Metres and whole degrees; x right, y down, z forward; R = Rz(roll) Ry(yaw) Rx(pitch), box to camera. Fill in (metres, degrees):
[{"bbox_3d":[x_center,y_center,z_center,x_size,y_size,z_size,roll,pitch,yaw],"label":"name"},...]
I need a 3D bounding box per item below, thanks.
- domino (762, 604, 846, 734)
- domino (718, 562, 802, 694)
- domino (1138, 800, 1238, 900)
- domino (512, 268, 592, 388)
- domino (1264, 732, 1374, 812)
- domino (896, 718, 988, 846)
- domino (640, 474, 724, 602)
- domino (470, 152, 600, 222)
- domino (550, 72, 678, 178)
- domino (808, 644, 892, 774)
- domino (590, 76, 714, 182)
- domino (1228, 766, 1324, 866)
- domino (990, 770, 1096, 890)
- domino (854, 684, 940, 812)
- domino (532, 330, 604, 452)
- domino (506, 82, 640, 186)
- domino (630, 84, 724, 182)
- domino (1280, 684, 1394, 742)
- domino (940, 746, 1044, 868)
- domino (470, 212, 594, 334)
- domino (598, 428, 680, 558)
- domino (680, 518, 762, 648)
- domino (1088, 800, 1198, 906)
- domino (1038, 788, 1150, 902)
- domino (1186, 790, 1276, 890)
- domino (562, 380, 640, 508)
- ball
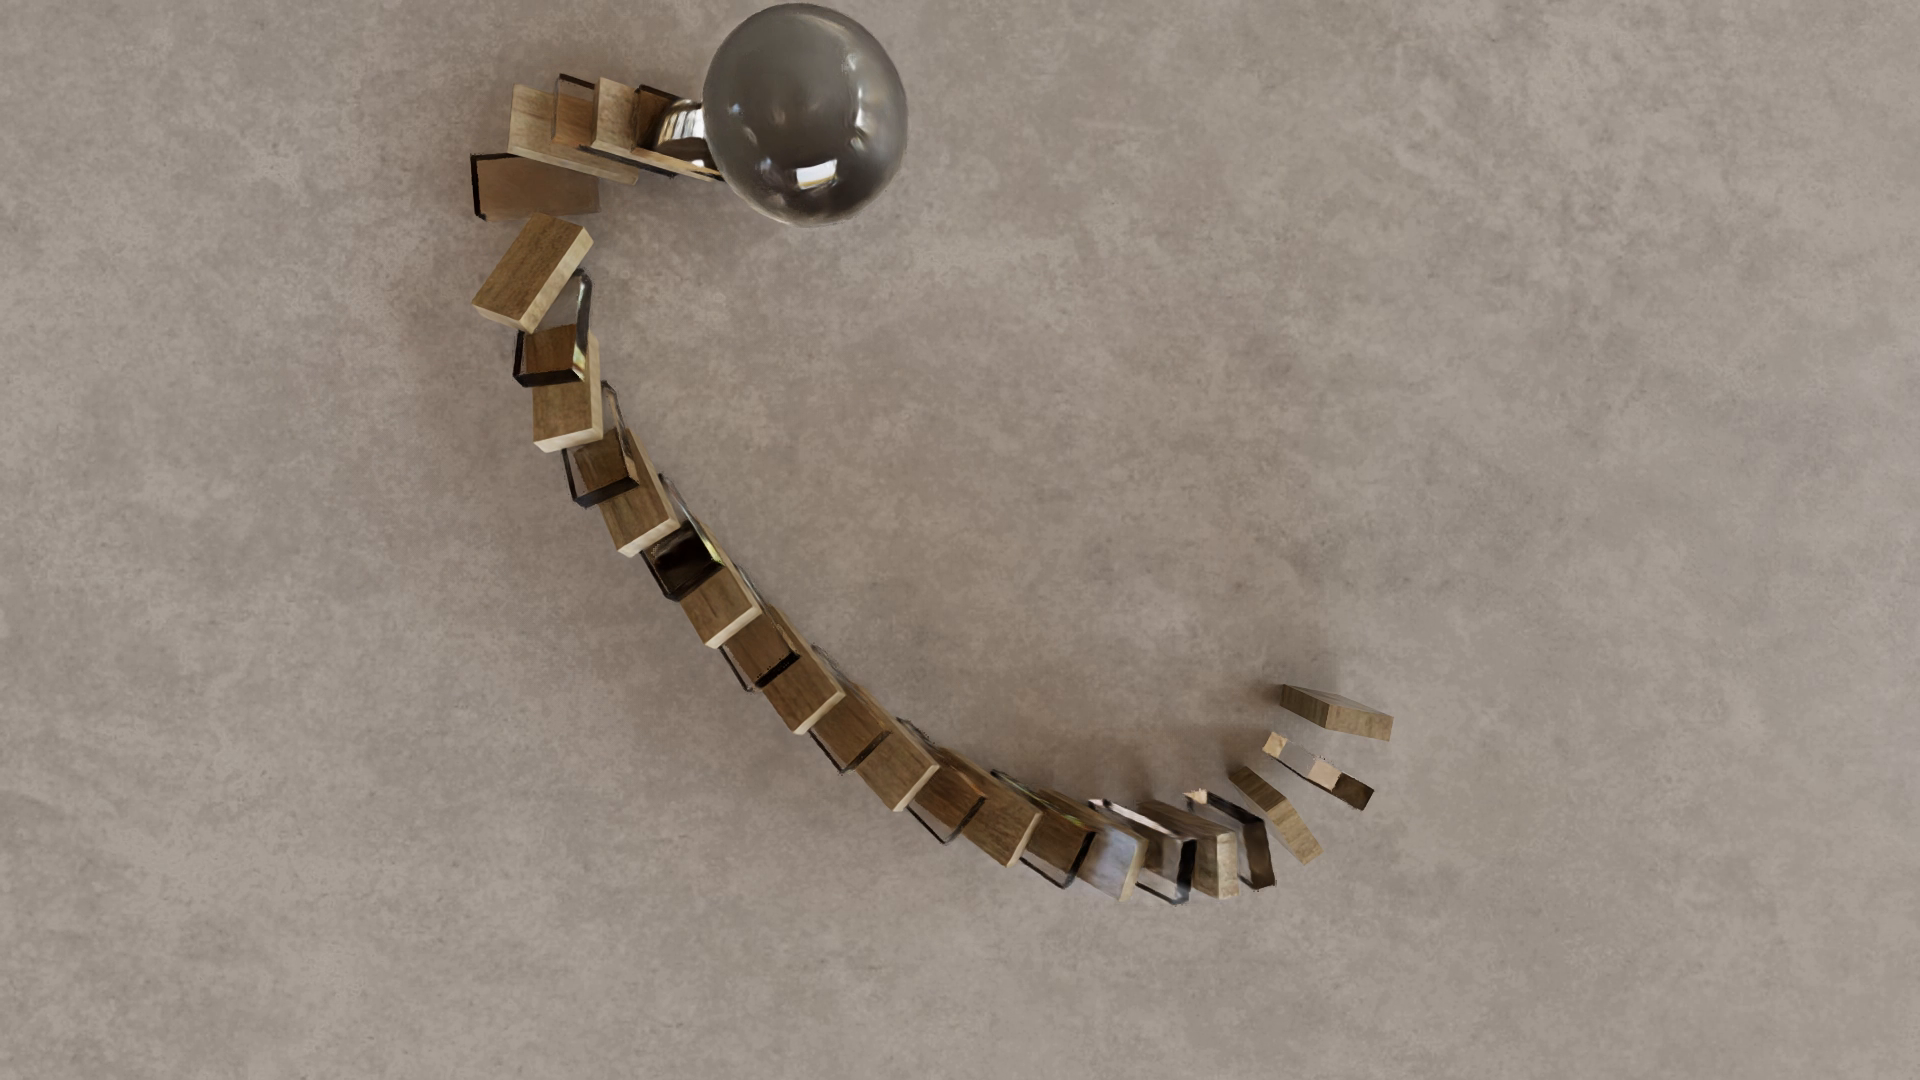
[{"bbox_3d":[-0.073,0.054,0.386,0.025,0.009,0.050,-42,66,0],"label":"domino"},{"bbox_3d":[-0.091,0.037,0.386,0.025,0.010,0.050,-39,67,0],"label":"domino"},{"bbox_3d":[0.092,0.126,0.375,0.010,0.050,0.025,-2,90,-26],"label":"domino"},{"bbox_3d":[-0.171,-0.090,0.386,0.025,0.009,0.050,-6,68,3],"label":"domino"},{"bbox_3d":[0.145,0.094,0.375,0.025,0.050,0.009,29,90,0],"label":"domino"},{"bbox_3d":[-0.015,0.101,0.384,0.050,0.010,0.025,38,90,27],"label":"domino"},{"bbox_3d":[-0.123,-0.001,0.386,0.025,0.009,0.050,-38,67,0],"label":"domino"},{"bbox_3d":[-0.183,-0.153,0.395,0.050,0.009,0.025,-5,90,0],"label":"domino"},{"bbox_3d":[-0.142,-0.172,0.382,0.050,0.009,0.025,4,90,-36],"label":"domino"},{"bbox_3d":[-0.054,0.071,0.385,0.025,0.009,0.050,-45,66,0],"label":"domino"},{"bbox_3d":[-0.126,-0.170,0.382,0.050,0.009,0.025,4,90,-36],"label":"domino"},{"bbox_3d":[0.128,0.112,0.375,0.010,0.050,0.025,-35,90,0],"label":"domino"},{"bbox_3d":[0.029,0.120,0.382,0.050,0.009,0.025,25,90,34],"label":"domino"},{"bbox_3d":[-0.035,0.087,0.385,0.050,0.009,0.025,41,90,26],"label":"domino"},{"bbox_3d":[-0.165,-0.063,0.386,0.025,0.009,0.050,-13,67,2],"label":"domino"},{"bbox_3d":[-0.160,-0.169,0.383,0.050,0.009,0.025,5,89,-30],"label":"domino"},{"bbox_3d":[-0.110,-0.167,0.382,0.050,0.010,0.025,4,90,-36],"label":"domino"},{"bbox_3d":[0.153,0.070,0.375,0.025,0.050,0.009,11,90,0],"label":"domino"},{"bbox_3d":[0.007,0.111,0.384,0.050,0.010,0.025,29,90,30],"label":"domino"},{"bbox_3d":[-0.179,-0.113,0.385,0.025,0.010,0.050,21,72,13],"label":"domino"},{"bbox_3d":[-0.139,-0.020,0.386,0.025,0.010,0.050,-31,66,0],"label":"domino"},{"bbox_3d":[-0.107,0.018,0.386,0.025,0.010,0.050,-38,67,0],"label":"domino"},{"bbox_3d":[0.073,0.127,0.378,0.009,0.050,0.025,9,90,-39],"label":"domino"},{"bbox_3d":[0.051,0.125,0.380,0.050,0.009,0.025,18,90,41],"label":"domino"},{"bbox_3d":[0.109,0.121,0.375,0.010,0.050,0.025,-10,90,-11],"label":"domino"},{"bbox_3d":[-0.154,-0.041,0.386,0.025,0.009,0.050,-23,67,1],"label":"domino"},{"bbox_3d":[-0.060,-0.165,0.360,0.080,0.080,0.080,0,90,0],"label":"ball"}]
